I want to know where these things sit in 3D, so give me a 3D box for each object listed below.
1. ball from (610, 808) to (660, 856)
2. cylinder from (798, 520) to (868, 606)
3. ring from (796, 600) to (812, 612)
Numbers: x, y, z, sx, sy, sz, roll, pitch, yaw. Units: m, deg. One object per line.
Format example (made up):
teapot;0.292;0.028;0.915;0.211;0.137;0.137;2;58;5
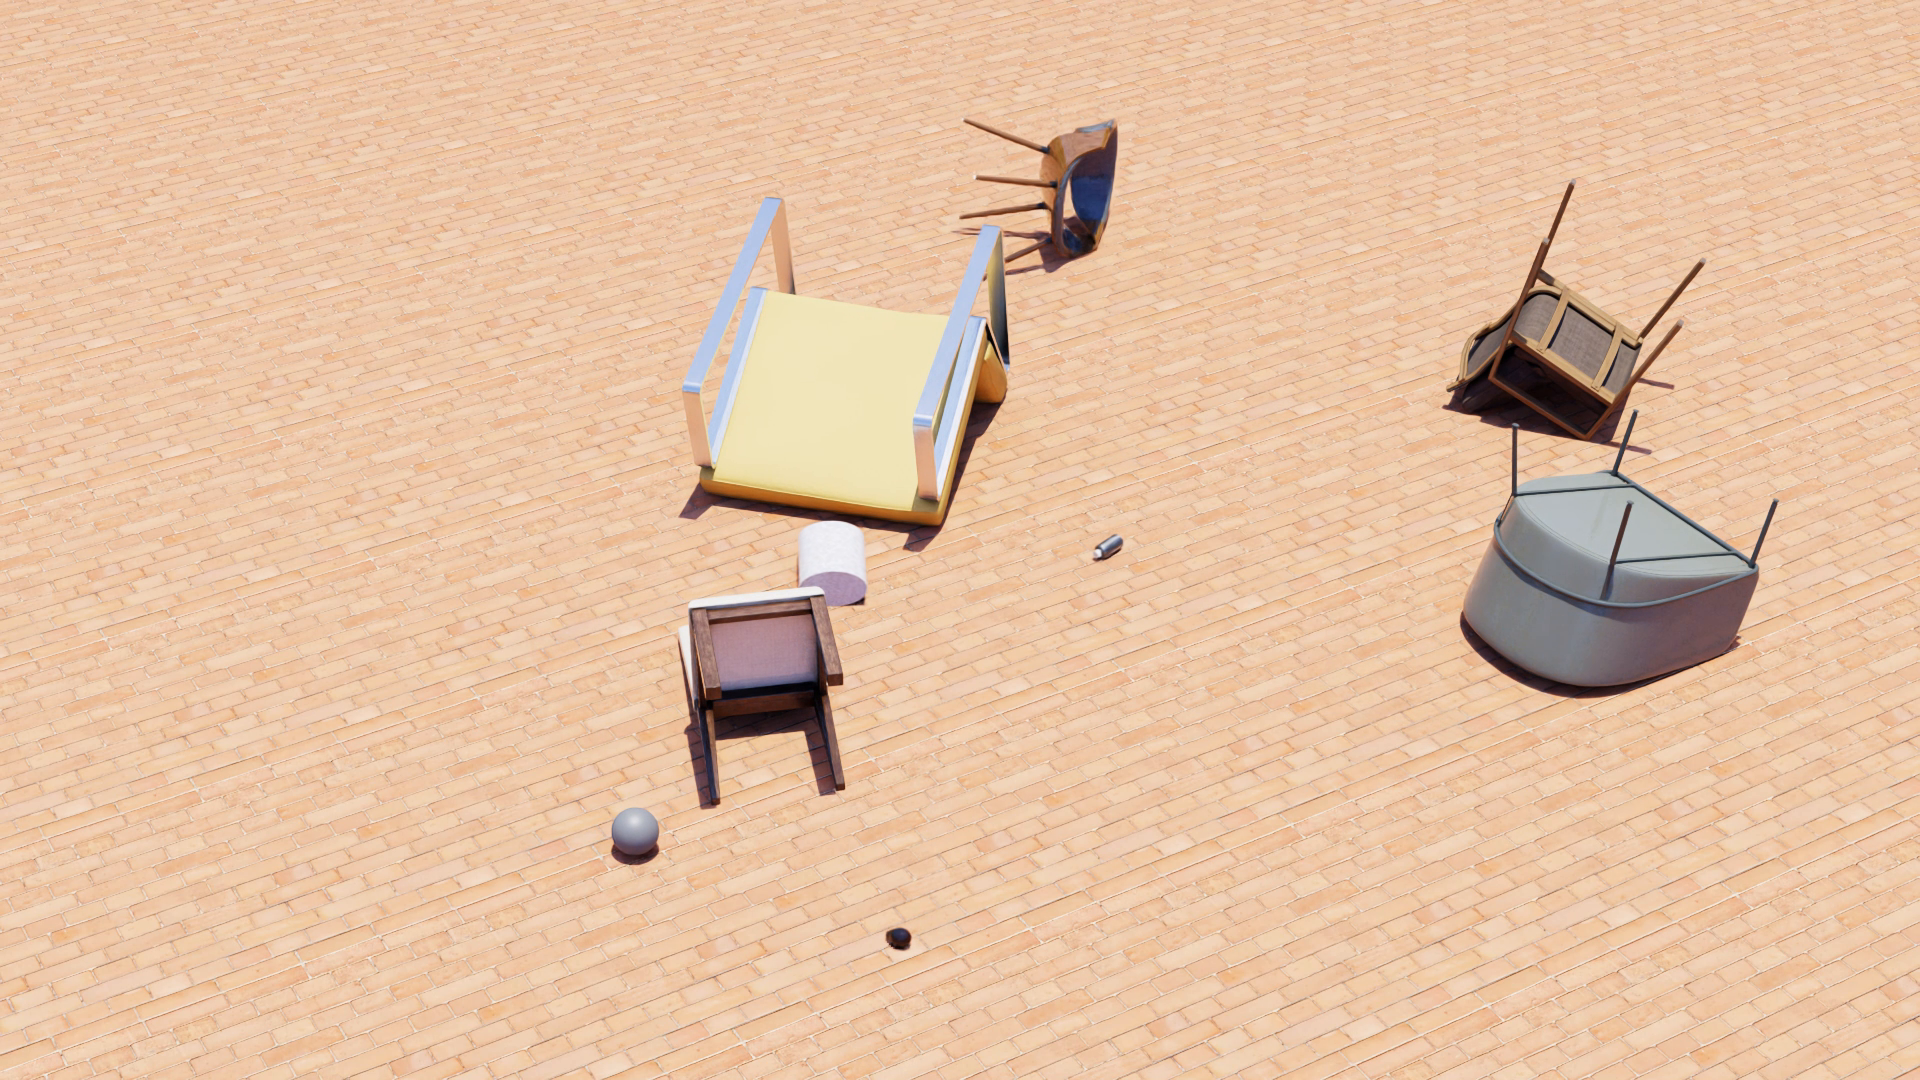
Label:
ball;-1.040;0.933;9.389;0.154;0.154;0.154;0;33;0
cylinder;-0.465;0.085;10.676;0.246;0.154;0.331;0;33;-4
ring;-0.563;0.240;10.562;0.061;0.021;0.068;5;33;6
